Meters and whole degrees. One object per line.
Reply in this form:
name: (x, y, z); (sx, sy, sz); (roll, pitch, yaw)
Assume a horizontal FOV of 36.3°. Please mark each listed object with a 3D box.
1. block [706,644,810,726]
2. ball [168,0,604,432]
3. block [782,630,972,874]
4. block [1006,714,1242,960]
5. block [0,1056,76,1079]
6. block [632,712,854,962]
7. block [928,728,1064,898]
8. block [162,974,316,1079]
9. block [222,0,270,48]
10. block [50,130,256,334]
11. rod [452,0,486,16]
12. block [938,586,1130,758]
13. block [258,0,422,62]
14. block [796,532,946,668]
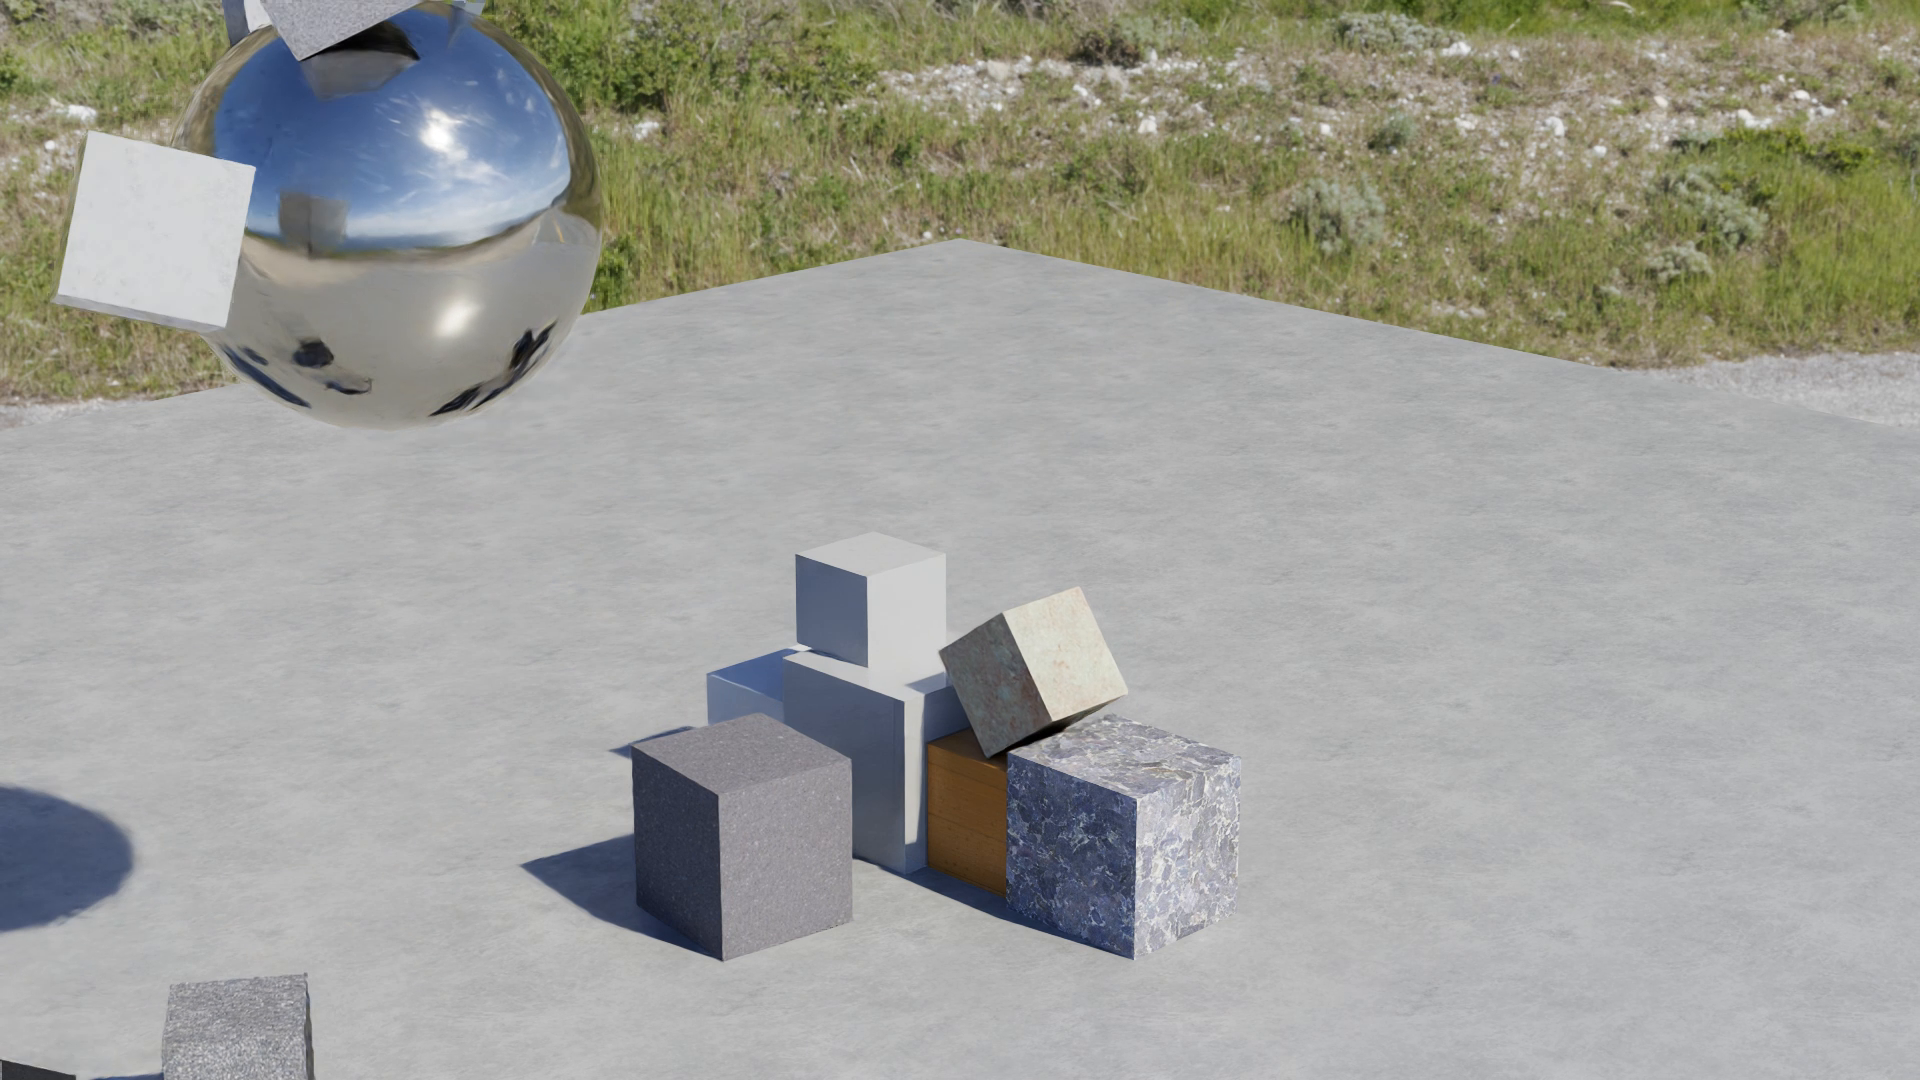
block: (-0.777, 0.927, 14.435); (0.665, 0.576, 0.648); (-17, 24, -42)
ball: (-2.109, -1.196, 10.755); (1.600, 1.600, 1.600); (0, 17, 0)
block: (-0.249, 0.957, 13.889); (0.828, 0.846, 0.825); (-17, 24, -42)
block: (0.719, 1.297, 12.974); (0.684, 0.747, 0.765); (-17, 24, -42)
block: (-3.500, 1.992, 10.025); (0.563, 0.523, 0.579); (8, -14, 27)
block: (-0.960, 1.295, 12.937); (0.680, 0.772, 0.718); (-13, 21, -35)
block: (0.252, 1.217, 13.456); (0.573, 0.609, 0.560); (-17, 24, -42)
block: (-2.686, 2.017, 10.967); (0.506, 0.575, 0.525); (-3, 18, -10)
block: (-2.510, -2.185, 11.172); (0.564, 0.539, 0.482); (-12, 4, -21)
block: (-2.546, -0.957, 9.221); (0.502, 0.504, 0.597); (11, -2, -20)
rod: (-0.914, -4.369, 11.011); (0.080, 5.200, 0.080); (17, -6, 42)
block: (0.330, 0.596, 13.216); (0.506, 0.533, 0.492); (-17, -11, -43)
block: (-2.222, -2.122, 10.050); (0.526, 0.589, 0.547); (-26, 54, -1)
block: (-0.422, 0.277, 13.899); (0.506, 0.445, 0.498); (-17, 24, -42)
